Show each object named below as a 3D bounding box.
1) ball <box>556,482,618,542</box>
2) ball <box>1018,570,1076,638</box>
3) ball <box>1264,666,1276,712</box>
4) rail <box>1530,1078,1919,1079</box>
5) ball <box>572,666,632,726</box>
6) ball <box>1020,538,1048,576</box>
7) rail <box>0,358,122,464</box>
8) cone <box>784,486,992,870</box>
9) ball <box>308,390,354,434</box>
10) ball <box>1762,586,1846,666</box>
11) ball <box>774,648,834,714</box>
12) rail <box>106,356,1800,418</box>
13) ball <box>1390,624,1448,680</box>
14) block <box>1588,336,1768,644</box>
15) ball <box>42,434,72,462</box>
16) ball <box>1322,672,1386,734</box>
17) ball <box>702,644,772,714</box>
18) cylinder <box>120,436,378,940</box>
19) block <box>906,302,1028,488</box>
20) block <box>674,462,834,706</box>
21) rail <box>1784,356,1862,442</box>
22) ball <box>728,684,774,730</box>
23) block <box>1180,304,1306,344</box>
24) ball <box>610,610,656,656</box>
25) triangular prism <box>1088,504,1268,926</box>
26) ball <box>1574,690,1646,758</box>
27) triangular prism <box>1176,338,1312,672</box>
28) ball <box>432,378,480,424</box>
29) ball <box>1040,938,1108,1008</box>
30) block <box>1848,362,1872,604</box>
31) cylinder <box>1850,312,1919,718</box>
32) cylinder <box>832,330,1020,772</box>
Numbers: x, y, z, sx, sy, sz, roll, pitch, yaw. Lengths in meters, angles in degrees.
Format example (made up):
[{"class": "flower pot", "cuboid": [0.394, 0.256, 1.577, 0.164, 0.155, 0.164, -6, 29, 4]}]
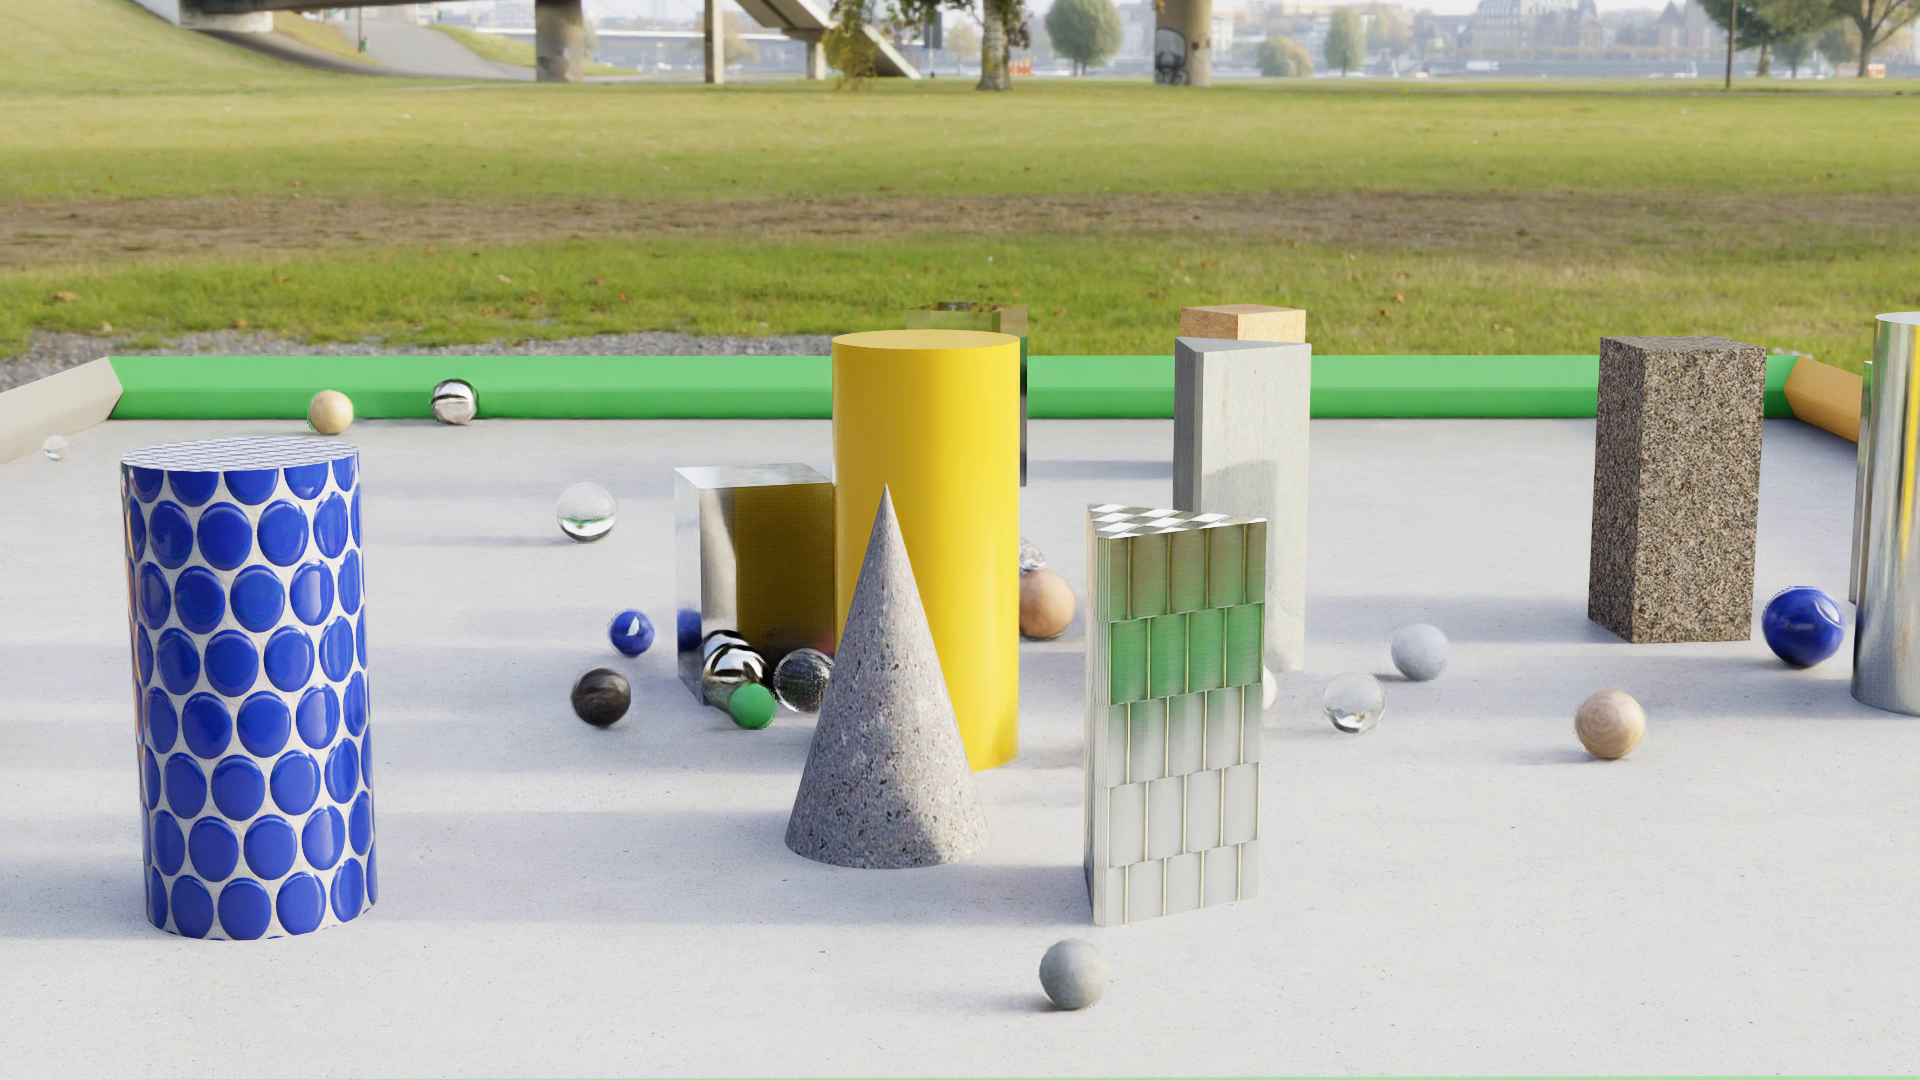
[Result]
[{"class": "ball", "cuboid": [-0.576, -0.043, 3.957, 0.094, 0.094, 0.094, 0, 10, 0]}, {"class": "ball", "cuboid": [0.104, 0.082, 3.294, 0.089, 0.089, 0.089, 0, 10, 0]}, {"class": "ball", "cuboid": [0.326, 0.168, 2.903, 0.063, 0.063, 0.063, 0, 10, 0]}, {"class": "rail", "cuboid": [0.011, 0.382, 1.566, 3.529, 0.128, 0.045, 0, 10, 0]}, {"class": "ball", "cuboid": [-0.399, 0.174, 2.860, 0.067, 0.067, 0.067, 0, 10, 0]}, {"class": "ball", "cuboid": [0.072, 0.043, 3.490, 0.095, 0.095, 0.095, 0, 10, 0]}, {"class": "rail", "cuboid": [-1.741, 0.035, 3.439, 0.045, 0.128, 3.876, 0, 10, 0]}, {"class": "cone", "cuboid": [-0.069, 0.115, 2.419, 0.197, 0.344, 0.197, 0, 10, 0]}, {"class": "ball", "cuboid": [-1.254, -0.254, 5.113, 0.089, 0.089, 0.089, 0, 10, 0]}, {"class": "ball", "cuboid": [1.035, 0.106, 3.145, 0.097, 0.097, 0.097, 0, 10, 0]}, {"class": "ball", "cuboid": [-0.175, 0.160, 2.916, 0.074, 0.074, 0.074, 0, 10, 0]}, {"class": "rail", "cuboid": [-0.011, -0.316, 5.331, 3.529, 0.128, 0.045, 0, 10, 0]}, {"class": "ball", "cuboid": [0.551, 0.134, 3.076, 0.068, 0.068, 0.068, 0, 10, 0]}, {"class": "block", "cuboid": [0.925, -0.068, 3.321, 0.158, 0.376, 0.158, -1, 11, -7]}, {"class": "ball", "cuboid": [-1.678, -0.172, 4.770, 0.052, 0.052, 0.052, 0, 10, 0]}, {"class": "ball", "cuboid": [0.434, 0.180, 2.826, 0.069, 0.069, 0.069, 0, 10, 0]}, {"class": "ball", "cuboid": [-0.253, 0.158, 2.913, 0.080, 0.080, 0.080, 0, 10, 0]}, {"class": "cylinder", "cuboid": [-0.613, 0.123, 2.222, 0.197, 0.400, 0.197, 0, 10, 0]}, {"class": "block", "cuboid": [0.013, -0.242, 4.419, 0.158, 0.318, 0.158, 5, 11, 24]}, {"class": "block", "cuboid": [-0.242, 0.049, 3.022, 0.158, 0.254, 0.158, -3, 11, -16]}, {"class": "rail", "cuboid": [1.741, 0.031, 3.459, 0.045, 0.128, 3.876, 0, 10, 0]}, {"class": "ball", "cuboid": [-0.232, 0.185, 2.849, 0.051, 0.051, 0.051, 0, 10, 0]}, {"class": "block", "cuboid": [0.509, -0.271, 4.639, 0.158, 0.294, 0.158, -7, 13, -34]}, {"class": "ball", "cuboid": [-0.409, 0.116, 3.204, 0.057, 0.057, 0.057, 0, 10, 0]}, {"class": "triangular prism", "cuboid": [0.155, 0.145, 2.270, 0.171, 0.339, 0.148, -6, 12, -30]}, {"class": "ball", "cuboid": [0.691, 0.196, 2.727, 0.073, 0.073, 0.073, 0, 10, 0]}, {"class": "triangular prism", "cuboid": [0.308, -0.042, 3.120, 0.171, 0.398, 0.148, -7, 13, -33]}, {"class": "ball", "cuboid": [-1.033, -0.284, 5.256, 0.096, 0.096, 0.096, 0, 10, 0]}, {"class": "ball", "cuboid": [0.089, 0.339, 2.007, 0.054, 0.054, 0.054, 0, 10, 0]}, {"class": "block", "cuboid": [1.303, -0.065, 3.424, 0.158, 0.331, 0.158, 0, 10, -2]}, {"class": "cylinder", "cuboid": [1.139, -0.032, 2.943, 0.197, 0.442, 0.197, 0, 10, 0]}, {"class": "cylinder", "cuboid": [-0.036, 0.008, 2.720, 0.197, 0.444, 0.197, 0, 10, 0]}]
